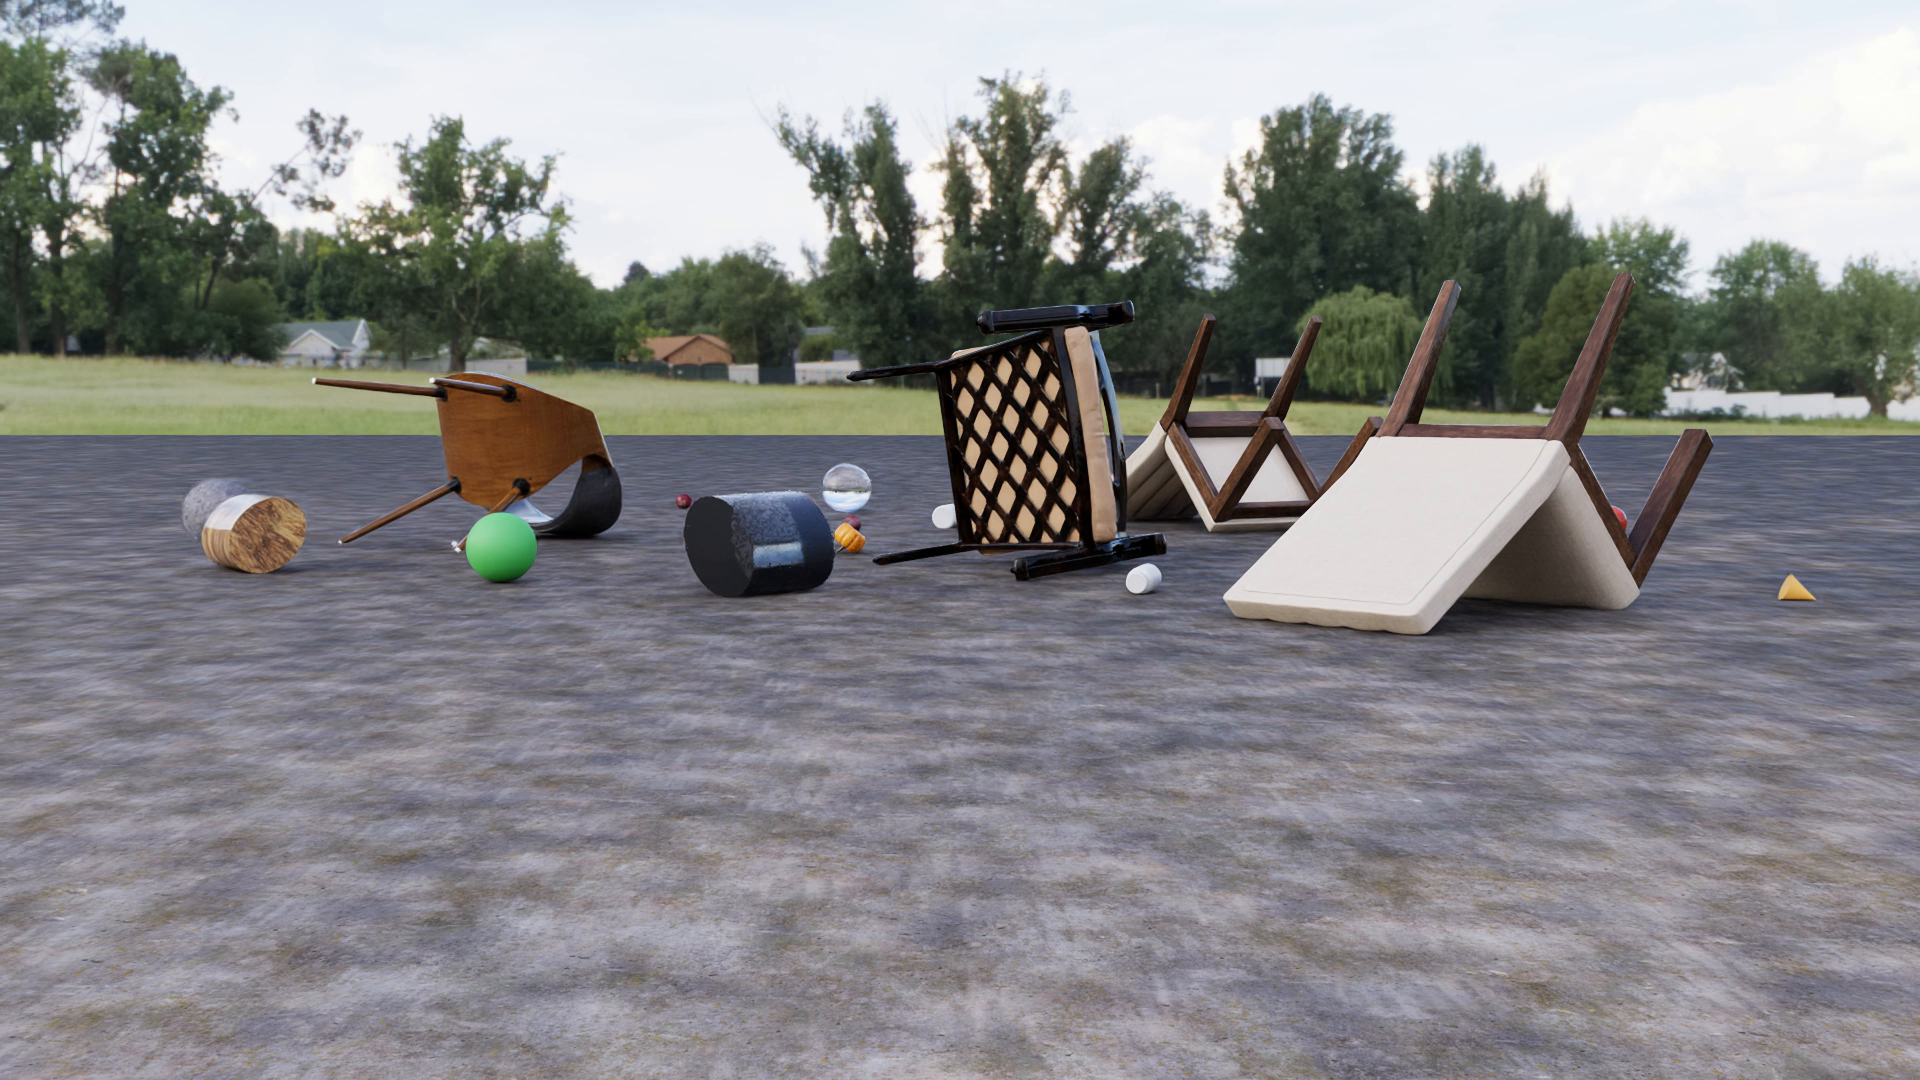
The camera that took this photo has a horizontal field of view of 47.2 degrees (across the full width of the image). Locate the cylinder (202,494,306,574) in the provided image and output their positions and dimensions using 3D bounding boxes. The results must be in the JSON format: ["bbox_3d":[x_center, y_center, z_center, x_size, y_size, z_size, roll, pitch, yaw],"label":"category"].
[{"bbox_3d":[-1.757,-0.018,5.468,0.207,0.164,0.245,-47,26,-22],"label":"cylinder"}]

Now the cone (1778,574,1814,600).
[{"bbox_3d":[1.791,0.114,4.681,0.070,0.060,0.061,29,-15,0],"label":"cone"}]

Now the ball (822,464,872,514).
[{"bbox_3d":[-0.411,-0.187,7.964,0.178,0.178,0.178,0,4,0],"label":"ball"}]

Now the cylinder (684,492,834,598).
[{"bbox_3d":[-0.441,0.007,4.853,0.182,0.235,0.274,-39,-19,31],"label":"cylinder"}]

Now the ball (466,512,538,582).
[{"bbox_3d":[-1.064,0.017,5.106,0.163,0.163,0.163,0,4,0],"label":"ball"}]

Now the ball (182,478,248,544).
[{"bbox_3d":[-2.087,-0.074,6.196,0.196,0.196,0.196,0,4,0],"label":"ball"}]
